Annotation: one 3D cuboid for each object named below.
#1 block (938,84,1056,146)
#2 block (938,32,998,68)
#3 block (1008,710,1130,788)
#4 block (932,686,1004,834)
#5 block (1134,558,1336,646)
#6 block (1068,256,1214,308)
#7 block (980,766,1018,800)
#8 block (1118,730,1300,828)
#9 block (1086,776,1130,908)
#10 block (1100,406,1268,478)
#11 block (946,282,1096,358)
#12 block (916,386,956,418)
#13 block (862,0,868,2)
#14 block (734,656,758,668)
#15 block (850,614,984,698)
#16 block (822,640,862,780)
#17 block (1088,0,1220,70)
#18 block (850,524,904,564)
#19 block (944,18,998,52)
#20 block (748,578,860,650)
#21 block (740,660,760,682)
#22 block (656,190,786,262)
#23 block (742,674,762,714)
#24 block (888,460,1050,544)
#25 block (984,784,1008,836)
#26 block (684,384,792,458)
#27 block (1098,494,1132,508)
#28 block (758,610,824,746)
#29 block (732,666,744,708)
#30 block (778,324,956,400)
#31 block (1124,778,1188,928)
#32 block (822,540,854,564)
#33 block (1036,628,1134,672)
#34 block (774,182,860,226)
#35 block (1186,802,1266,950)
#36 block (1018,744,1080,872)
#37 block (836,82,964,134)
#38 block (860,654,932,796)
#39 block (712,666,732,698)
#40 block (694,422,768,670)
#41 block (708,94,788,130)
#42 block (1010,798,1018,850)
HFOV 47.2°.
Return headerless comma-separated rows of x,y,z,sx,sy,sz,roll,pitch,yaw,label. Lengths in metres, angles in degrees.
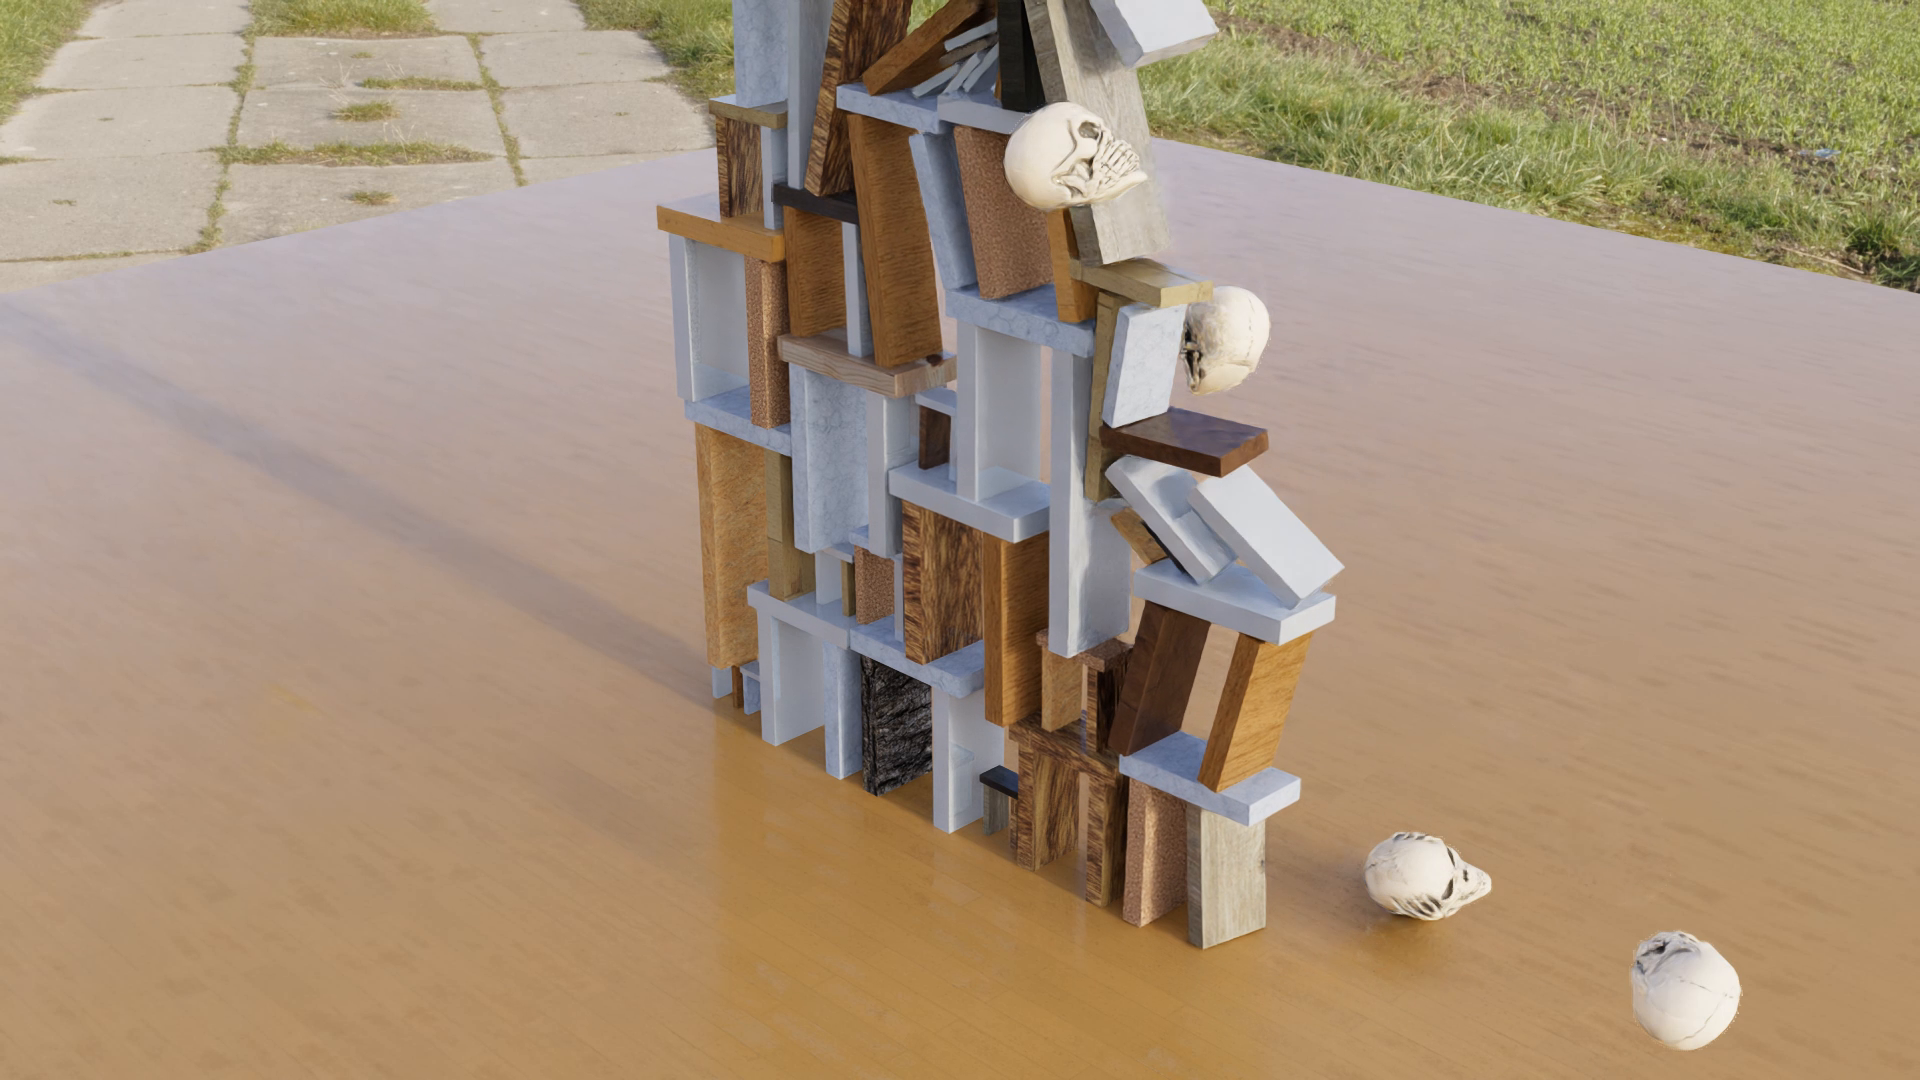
0.119,-0.731,3.768,0.151,0.043,0.301,-21,30,-39,block
0.029,-0.854,3.823,0.065,0.018,0.130,-24,8,-38,block
0.234,0.379,4.133,0.268,0.038,0.134,21,31,41,block
0.018,0.414,4.385,0.044,0.312,0.156,21,31,41,block
0.471,0.096,3.794,0.314,0.044,0.157,19,28,40,block
0.298,-0.434,3.644,0.115,0.033,0.229,-13,26,-35,block
0.098,0.478,4.325,0.112,0.016,0.056,21,31,41,block
0.446,0.422,3.945,0.295,0.042,0.148,19,28,40,block
0.298,0.545,4.134,0.038,0.268,0.134,21,31,41,block
0.377,-0.172,3.717,0.259,0.037,0.130,18,35,41,block
0.154,-0.401,3.883,0.170,0.048,0.339,-22,31,-40,block
-0.017,-0.257,4.121,0.064,0.018,0.128,-21,31,-39,block
-0.049,-0.975,3.758,0.303,0.043,0.152,-7,7,18,block
-0.505,0.251,4.877,0.106,0.015,0.053,21,31,40,block
-0.056,0.221,4.383,0.312,0.044,0.156,21,31,41,block
-0.211,0.330,4.588,0.044,0.310,0.155,21,31,41,block
0.259,-0.934,3.540,0.174,0.347,0.049,-24,-8,-36,block
-0.131,0.005,4.369,0.085,0.024,0.170,-21,31,-41,block
0.038,-0.871,3.767,0.124,0.018,0.062,-14,11,41,block
-0.284,0.138,4.586,0.310,0.044,0.155,21,31,41,block
-0.432,0.291,4.810,0.097,0.014,0.049,21,31,41,block
-0.428,-0.633,4.412,0.353,0.050,0.176,21,31,40,block
-0.455,0.333,4.852,0.014,0.097,0.049,21,31,41,block
0.041,-0.086,4.131,0.167,0.047,0.335,-21,31,-40,block
0.072,0.527,4.375,0.016,0.112,0.056,21,31,41,block
-0.401,-0.256,4.552,0.331,0.047,0.166,21,31,40,block
0.303,-0.069,3.883,0.058,0.016,0.115,-10,6,-41,block
-0.357,0.273,4.722,0.044,0.310,0.155,21,31,41,block
-0.480,0.317,4.878,0.015,0.106,0.053,21,31,40,block
-0.180,-0.355,4.266,0.168,0.048,0.336,-21,31,-41,block
0.372,0.554,4.070,0.042,0.295,0.148,20,28,41,block
-0.239,0.015,4.486,0.122,0.017,0.061,21,31,41,block
0.231,0.194,4.054,0.085,0.024,0.169,-21,31,-40,block
-0.224,-0.651,4.199,0.128,0.036,0.256,-21,31,-40,block
0.485,0.583,4.001,0.148,0.295,0.042,-13,19,-30,block
0.172,0.495,4.250,0.038,0.268,0.134,21,31,41,block
-0.082,-0.787,3.974,0.139,0.039,0.277,-20,31,-39,block
-0.129,0.357,4.520,0.044,0.312,0.156,21,31,41,block
-0.530,0.297,4.924,0.015,0.106,0.053,21,31,41,block
-0.479,-0.006,4.743,0.047,0.563,0.166,21,31,40,block
-0.386,-0.837,4.280,0.201,0.028,0.100,21,31,40,block
0.125,0.548,4.326,0.016,0.112,0.056,21,31,41,block
